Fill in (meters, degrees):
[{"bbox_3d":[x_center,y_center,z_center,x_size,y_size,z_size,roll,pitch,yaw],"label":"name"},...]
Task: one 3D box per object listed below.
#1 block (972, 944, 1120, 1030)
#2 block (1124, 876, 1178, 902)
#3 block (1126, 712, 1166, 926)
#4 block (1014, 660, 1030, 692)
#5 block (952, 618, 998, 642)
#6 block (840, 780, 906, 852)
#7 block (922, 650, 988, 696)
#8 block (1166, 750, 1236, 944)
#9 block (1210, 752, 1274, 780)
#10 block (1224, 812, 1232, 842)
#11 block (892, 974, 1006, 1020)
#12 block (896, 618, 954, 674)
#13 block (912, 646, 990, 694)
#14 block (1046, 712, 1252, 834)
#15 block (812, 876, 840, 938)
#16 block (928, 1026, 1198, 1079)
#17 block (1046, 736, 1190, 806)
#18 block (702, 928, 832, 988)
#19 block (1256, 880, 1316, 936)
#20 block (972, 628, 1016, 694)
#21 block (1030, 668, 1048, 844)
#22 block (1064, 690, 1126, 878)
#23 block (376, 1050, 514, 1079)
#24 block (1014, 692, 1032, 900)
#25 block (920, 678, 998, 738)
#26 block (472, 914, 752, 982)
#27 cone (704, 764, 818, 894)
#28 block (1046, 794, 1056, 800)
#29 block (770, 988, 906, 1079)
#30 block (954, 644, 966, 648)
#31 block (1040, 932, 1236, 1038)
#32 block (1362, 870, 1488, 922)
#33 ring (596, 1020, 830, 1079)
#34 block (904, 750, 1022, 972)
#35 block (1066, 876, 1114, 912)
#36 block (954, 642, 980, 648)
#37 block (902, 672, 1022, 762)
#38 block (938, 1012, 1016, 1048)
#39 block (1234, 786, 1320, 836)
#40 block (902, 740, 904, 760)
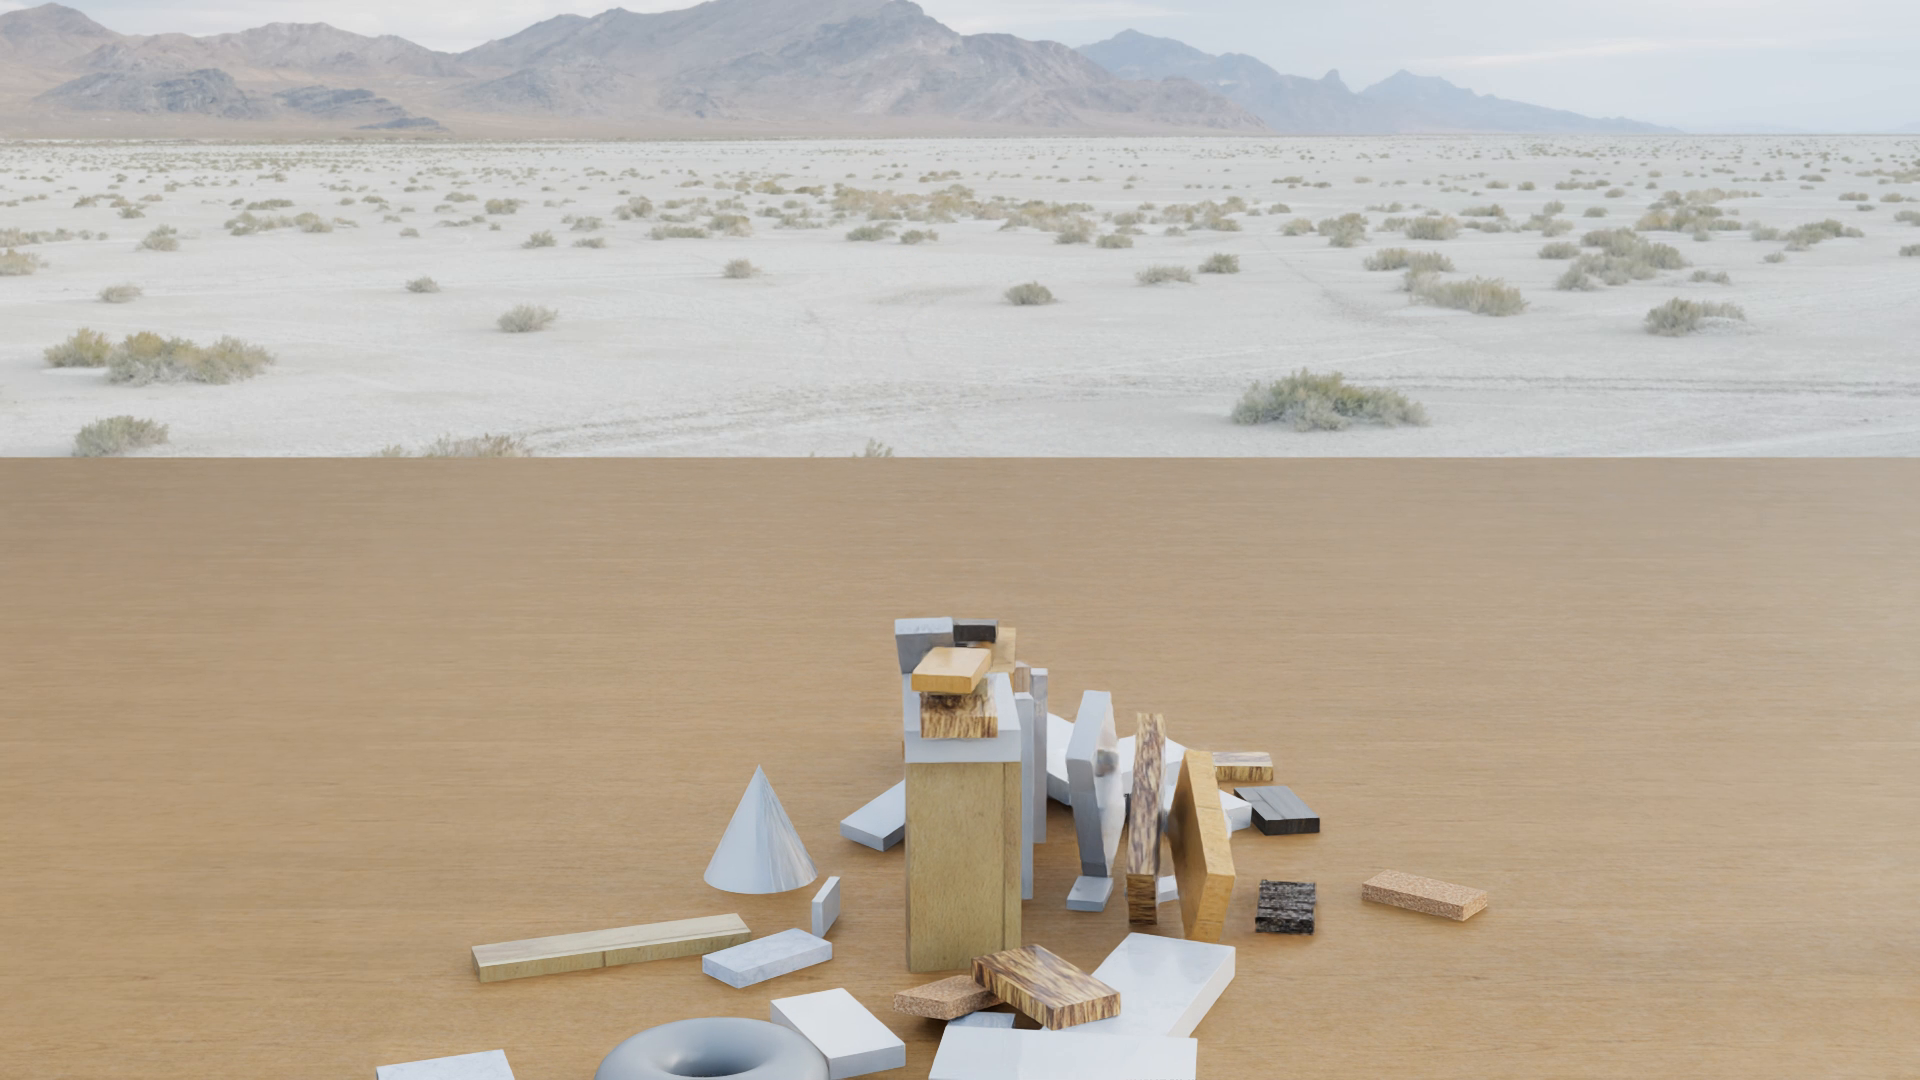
[{"bbox_3d":[0.119,0.631,3.112,0.111,0.031,0.222,-7,12,-29],"label":"block"},{"bbox_3d":[0.361,0.580,3.676,0.171,0.017,0.060,-6,12,-30],"label":"block"},{"bbox_3d":[0.303,0.450,3.565,0.043,0.153,0.306,1,50,8],"label":"block"},{"bbox_3d":[0.034,0.387,3.832,0.170,0.339,0.048,-4,11,-20],"label":"block"},{"bbox_3d":[0.013,0.152,3.705,0.097,0.028,0.194,1,1,2],"label":"block"},{"bbox_3d":[-0.094,0.483,4.005,0.097,0.028,0.278,16,28,33],"label":"block"},{"bbox_3d":[-0.009,0.203,3.381,0.089,0.025,0.177,-1,11,-4],"label":"block"},{"bbox_3d":[0.381,0.492,3.501,0.043,0.153,0.324,7,29,-5],"label":"block"},{"bbox_3d":[0.511,0.447,4.359,0.209,0.029,0.102,0,11,2],"label":"block"},{"bbox_3d":[0.423,0.520,3.790,0.090,0.025,0.179,-37,-2,10],"label":"block"},{"bbox_3d":[-0.009,0.654,3.150,0.090,0.025,0.180,1,-1,31],"label":"block"},{"bbox_3d":[-0.053,0.170,3.483,0.089,0.025,0.178,-2,-25,1],"label":"block"},{"bbox_3d":[-0.012,0.194,3.292,0.089,0.025,0.177,2,10,10],"label":"block"},{"bbox_3d":[0.291,0.446,4.214,0.155,0.044,0.616,-7,17,-35],"label":"block"},{"bbox_3d":[-0.214,0.587,3.520,0.017,0.060,0.120,2,11,11],"label":"block"},{"bbox_3d":[0.134,0.681,2.798,0.328,0.047,0.164,1,11,7],"label":"block"},{"bbox_3d":[0.285,0.426,4.109,0.310,0.044,0.155,-7,16,-32],"label":"block"},{"bbox_3d":[-0.293,0.636,3.351,0.179,0.025,0.090,-9,14,-41],"label":"block"},{"bbox_3d":[0.529,0.596,3.568,0.090,0.025,0.179,2,11,10],"label":"block"},{"bbox_3d":[0.008,0.209,3.730,0.170,0.048,0.339,0,10,2],"label":"block"},{"bbox_3d":[0.077,0.385,3.924,0.155,0.310,0.044,0,11,2],"label":"block"},{"bbox_3d":[0.229,0.414,3.683,0.043,0.306,0.153,4,43,16],"label":"block"},{"bbox_3d":[-0.630,0.735,2.759,0.164,0.047,0.328,-4,11,-20],"label":"block"},{"bbox_3d":[0.033,0.425,3.626,0.170,0.339,0.048,-1,9,-6],"label":"block"},{"bbox_3d":[-0.004,0.250,3.287,0.111,0.031,0.222,0,11,-1],"label":"block"},{"bbox_3d":[-0.536,0.628,3.395,0.417,0.025,0.090,-4,11,-20],"label":"block"},{"bbox_3d":[-0.341,0.476,3.747,0.196,0.196,0.196,0,11,0],"label":"cone"},{"bbox_3d":[0.106,0.439,4.152,0.203,0.029,0.102,11,27,-36],"label":"block"},{"bbox_3d":[-0.172,0.686,3.064,0.111,0.031,0.222,-5,12,-25],"label":"block"},{"bbox_3d":[-0.026,0.179,3.607,0.047,0.013,0.094,3,2,18],"label":"block"},{"bbox_3d":[0.192,0.693,2.988,0.164,0.047,0.765,4,11,22],"label":"block"},{"bbox_3d":[0.766,0.585,3.627,0.180,0.026,0.090,8,13,37],"label":"block"},{"bbox_3d":[-0.317,0.699,2.811,0.303,0.101,0.303,0,9,0],"label":"ring"},{"bbox_3d":[0.005,0.479,3.332,0.170,0.340,0.048,-2,11,-10],"label":"block"},{"bbox_3d":[0.216,0.586,3.645,0.060,0.017,0.120,2,11,12],"label":"block"},{"bbox_3d":[0.000,0.173,3.698,0.047,0.013,0.094,0,0,14],"label":"block"},{"bbox_3d":[-0.001,0.270,3.391,0.170,0.048,0.340,0,11,-2],"label":"block"},{"bbox_3d":[0.021,0.696,3.026,0.090,0.025,0.180,1,11,8],"label":"block"},{"bbox_3d":[0.585,0.500,4.075,0.102,0.029,0.203,-2,11,-9],"label":"block"},{"bbox_3d":[-0.033,0.390,4.438,0.133,0.038,0.266,1,11,6],"label":"block"}]
